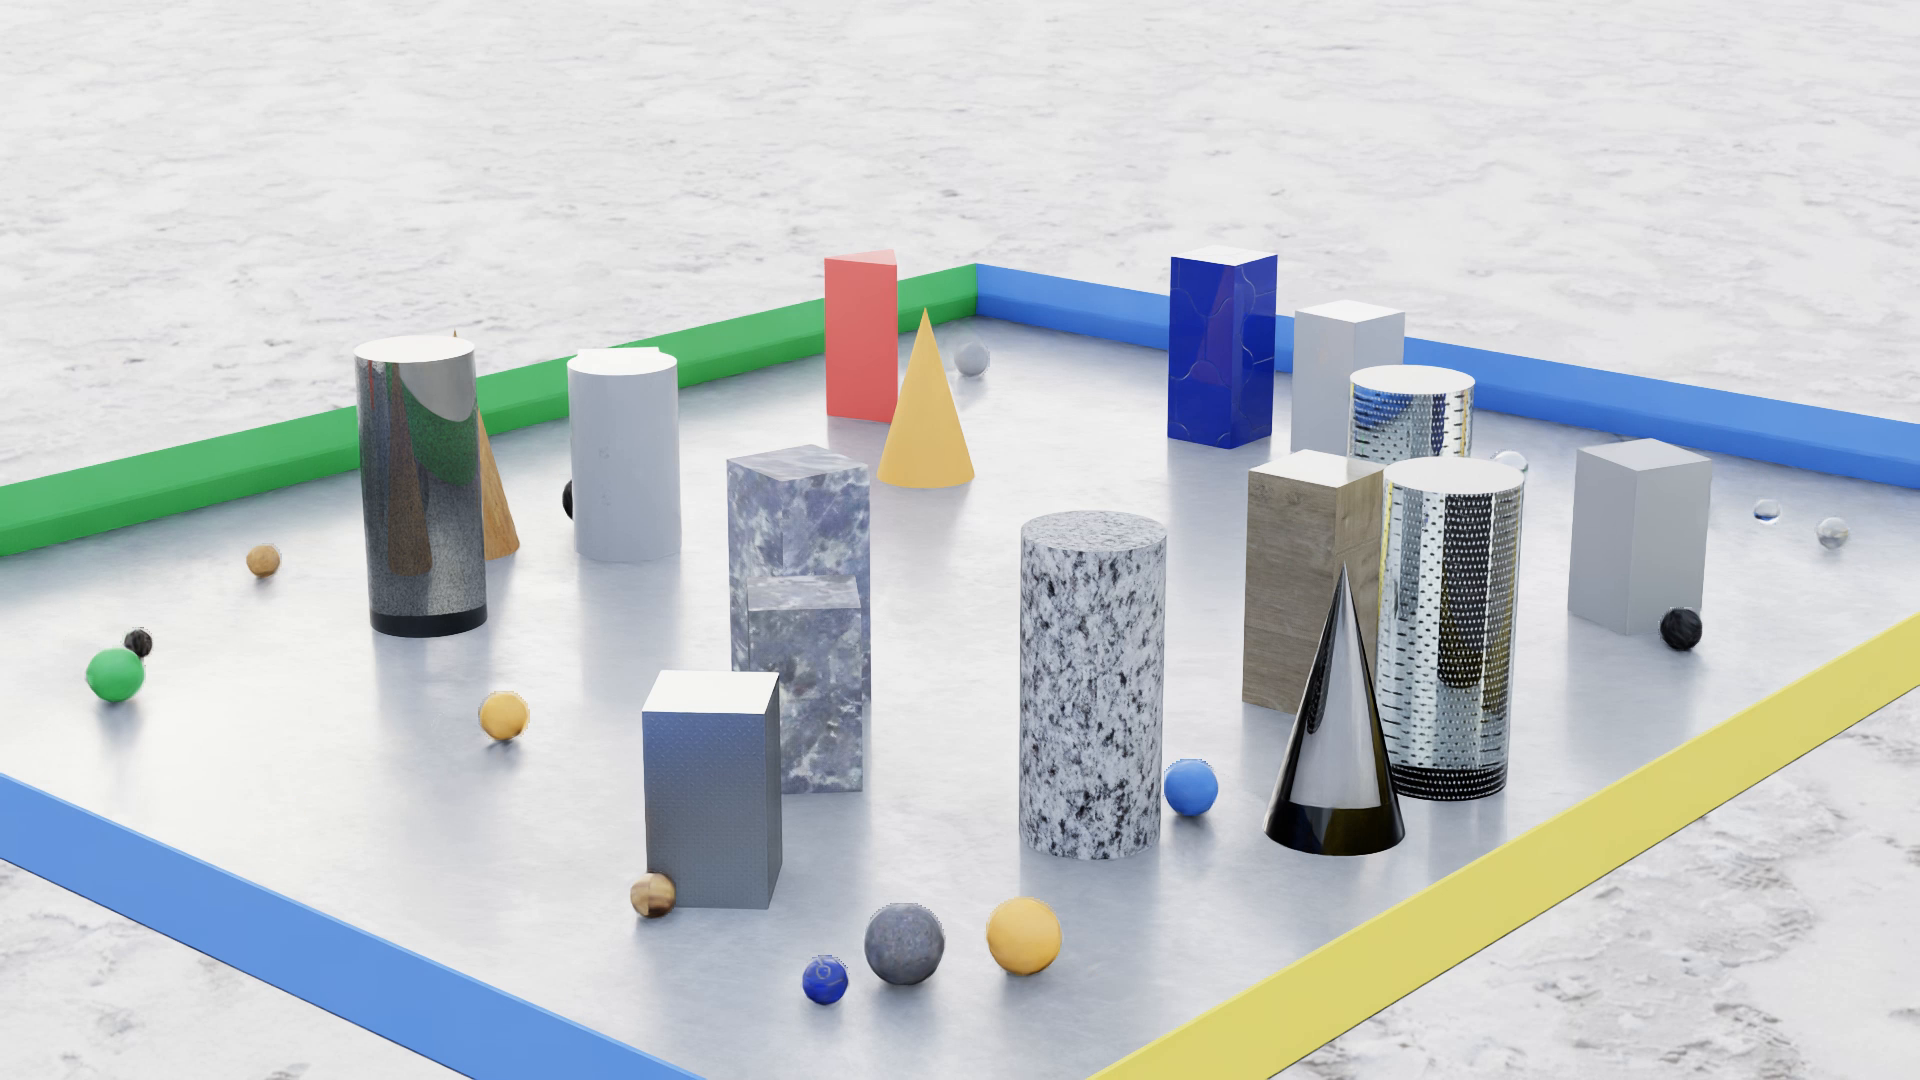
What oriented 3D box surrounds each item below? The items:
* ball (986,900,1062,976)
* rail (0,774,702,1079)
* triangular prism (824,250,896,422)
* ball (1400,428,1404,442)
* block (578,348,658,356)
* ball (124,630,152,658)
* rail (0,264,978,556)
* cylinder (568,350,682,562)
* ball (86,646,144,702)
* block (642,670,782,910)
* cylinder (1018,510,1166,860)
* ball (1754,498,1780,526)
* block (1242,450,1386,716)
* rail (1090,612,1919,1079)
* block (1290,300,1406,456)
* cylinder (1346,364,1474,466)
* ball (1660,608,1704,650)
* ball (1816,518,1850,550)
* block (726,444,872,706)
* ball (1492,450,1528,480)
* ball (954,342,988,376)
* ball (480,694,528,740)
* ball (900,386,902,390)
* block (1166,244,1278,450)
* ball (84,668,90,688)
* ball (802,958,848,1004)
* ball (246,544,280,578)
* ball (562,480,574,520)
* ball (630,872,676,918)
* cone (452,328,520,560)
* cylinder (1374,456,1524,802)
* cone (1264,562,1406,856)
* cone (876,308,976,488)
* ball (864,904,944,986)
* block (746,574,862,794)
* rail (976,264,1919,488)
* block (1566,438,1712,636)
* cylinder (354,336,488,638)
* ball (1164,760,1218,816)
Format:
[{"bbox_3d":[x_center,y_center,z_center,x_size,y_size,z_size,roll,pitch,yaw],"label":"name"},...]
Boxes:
[{"bbox_3d":[0.080,0.494,3.651,0.094,0.094,0.094,0,17,0],"label":"ball"},{"bbox_3d":[-1.133,0.409,3.870,2.940,0.129,0.045,14,22,39],"label":"rail"},{"bbox_3d":[-0.181,-0.446,6.336,0.172,0.345,0.149,8,19,25],"label":"triangular prism"},{"bbox_3d":[0.898,-0.217,6.092,0.048,0.048,0.048,0,17,0],"label":"ball"},{"bbox_3d":[-0.671,-0.238,5.803,0.159,0.254,0.159,-2,17,-7],"label":"block"},{"bbox_3d":[-1.348,0.170,4.808,0.047,0.047,0.047,0,17,0],"label":"ball"},{"bbox_3d":[-1.092,-0.241,6.028,0.045,0.129,3.505,14,22,39],"label":"rail"},{"bbox_3d":[-0.613,-0.156,5.369,0.199,0.348,0.199,0,17,0],"label":"cylinder"},{"bbox_3d":[-1.326,0.211,4.603,0.087,0.087,0.087,0,17,0],"label":"ball"},{"bbox_3d":[-0.326,0.330,3.886,0.159,0.273,0.159,1,17,3],"label":"block"},{"bbox_3d":[0.181,0.198,4.036,0.199,0.440,0.199,0,17,0],"label":"cylinder"},{"bbox_3d":[1.526,-0.053,5.544,0.050,0.050,0.050,0,17,0],"label":"ball"},{"bbox_3d":[0.555,0.070,4.568,0.159,0.377,0.159,13,21,37],"label":"block"},{"bbox_3d":[1.092,0.306,4.212,0.045,0.129,3.505,14,22,39],"label":"rail"},{"bbox_3d":[0.795,-0.325,6.017,0.159,0.297,0.159,-15,22,-41],"label":"block"},{"bbox_3d":[0.725,-0.035,4.766,0.199,0.465,0.199,0,17,0],"label":"cylinder"},{"bbox_3d":[1.194,0.147,4.847,0.068,0.068,0.068,0,17,0],"label":"ball"},{"bbox_3d":[1.606,-0.012,5.388,0.060,0.060,0.060,0,17,0],"label":"ball"},{"bbox_3d":[-0.250,0.066,4.563,0.159,0.387,0.159,-12,20,-34],"label":"block"},{"bbox_3d":[1.086,-0.140,5.791,0.074,0.074,0.074,0,17,0],"label":"ball"},{"bbox_3d":[0.026,-0.412,6.685,0.078,0.078,0.078,0,17,0],"label":"ball"},{"bbox_3d":[-0.691,0.268,4.441,0.072,0.072,0.072,0,17,0],"label":"ball"},{"bbox_3d":[-0.109,-0.325,6.451,0.048,0.048,0.048,0,17,0],"label":"ball"},{"bbox_3d":[0.547,-0.405,6.126,0.159,0.387,0.159,13,21,37],"label":"block"},{"bbox_3d":[-1.367,0.216,4.656,0.046,0.046,0.046,0,17,0],"label":"ball"},{"bbox_3d":[-0.164,0.538,3.572,0.057,0.057,0.057,0,17,0],"label":"ball"},{"bbox_3d":[-1.242,0.037,5.229,0.059,0.059,0.059,0,17,0],"label":"ball"},{"bbox_3d":[-0.700,-0.077,5.520,0.098,0.098,0.098,0,17,0],"label":"ball"},{"bbox_3d":[-0.400,0.462,3.817,0.059,0.059,0.059,0,17,0],"label":"ball"},{"bbox_3d":[-0.912,-0.185,5.352,0.199,0.414,0.199,0,17,0],"label":"cone"},{"bbox_3d":[0.702,0.127,4.237,0.199,0.459,0.199,0,17,0],"label":"cylinder"},{"bbox_3d":[0.524,0.216,4.054,0.199,0.394,0.199,0,17,0],"label":"cone"},{"bbox_3d":[-0.069,-0.296,5.839,0.199,0.345,0.199,0,17,0],"label":"cone"},{"bbox_3d":[-0.069,0.500,3.621,0.099,0.099,0.099,0,17,0],"label":"ball"},{"bbox_3d":[-0.227,0.209,4.273,0.159,0.280,0.159,-1,17,-5],"label":"block"},{"bbox_3d":[1.133,-0.344,6.370,2.940,0.129,0.045,14,22,39],"label":"rail"},{"bbox_3d":[1.153,-0.007,4.980,0.159,0.287,0.159,-8,19,-25],"label":"block"},{"bbox_3d":[-0.906,-0.091,4.936,0.199,0.473,0.199,0,17,0],"label":"cylinder"},{"bbox_3d":[0.327,0.352,4.152,0.078,0.078,0.078,0,17,0],"label":"ball"}]
